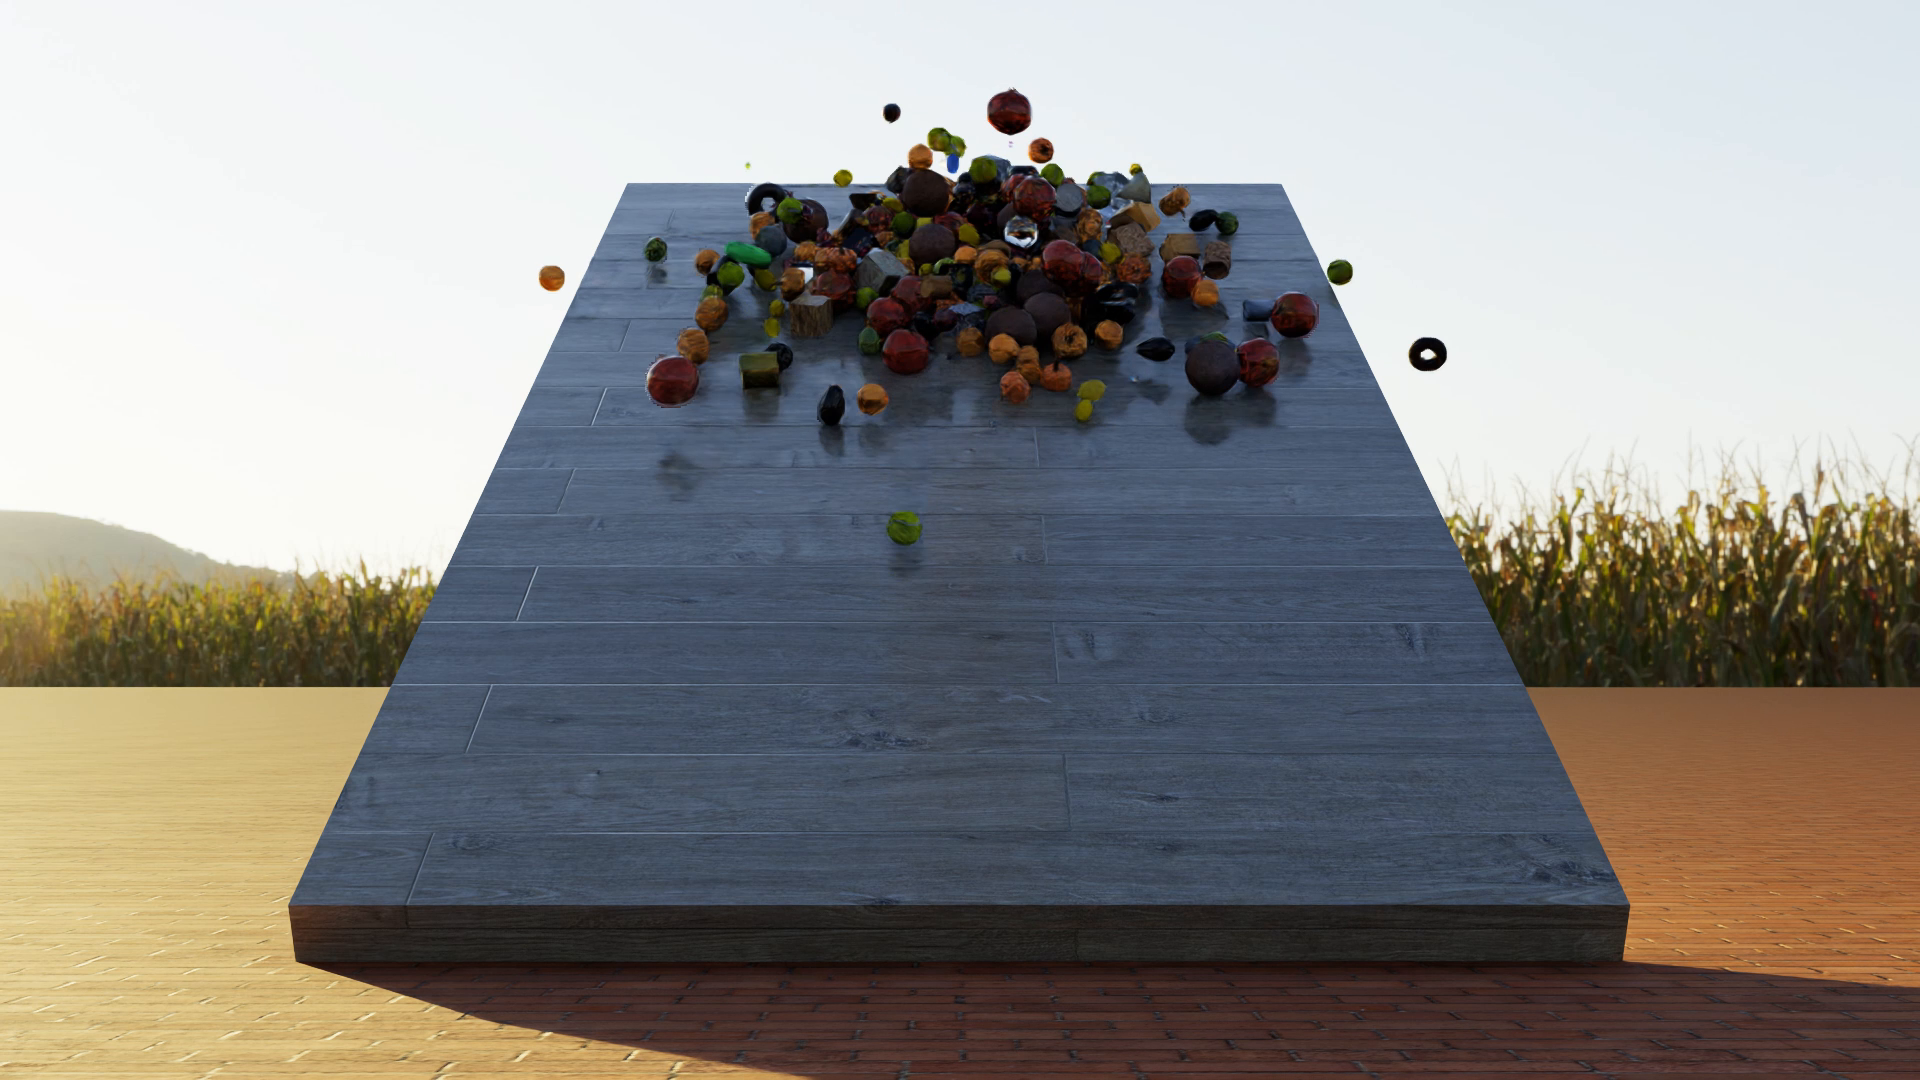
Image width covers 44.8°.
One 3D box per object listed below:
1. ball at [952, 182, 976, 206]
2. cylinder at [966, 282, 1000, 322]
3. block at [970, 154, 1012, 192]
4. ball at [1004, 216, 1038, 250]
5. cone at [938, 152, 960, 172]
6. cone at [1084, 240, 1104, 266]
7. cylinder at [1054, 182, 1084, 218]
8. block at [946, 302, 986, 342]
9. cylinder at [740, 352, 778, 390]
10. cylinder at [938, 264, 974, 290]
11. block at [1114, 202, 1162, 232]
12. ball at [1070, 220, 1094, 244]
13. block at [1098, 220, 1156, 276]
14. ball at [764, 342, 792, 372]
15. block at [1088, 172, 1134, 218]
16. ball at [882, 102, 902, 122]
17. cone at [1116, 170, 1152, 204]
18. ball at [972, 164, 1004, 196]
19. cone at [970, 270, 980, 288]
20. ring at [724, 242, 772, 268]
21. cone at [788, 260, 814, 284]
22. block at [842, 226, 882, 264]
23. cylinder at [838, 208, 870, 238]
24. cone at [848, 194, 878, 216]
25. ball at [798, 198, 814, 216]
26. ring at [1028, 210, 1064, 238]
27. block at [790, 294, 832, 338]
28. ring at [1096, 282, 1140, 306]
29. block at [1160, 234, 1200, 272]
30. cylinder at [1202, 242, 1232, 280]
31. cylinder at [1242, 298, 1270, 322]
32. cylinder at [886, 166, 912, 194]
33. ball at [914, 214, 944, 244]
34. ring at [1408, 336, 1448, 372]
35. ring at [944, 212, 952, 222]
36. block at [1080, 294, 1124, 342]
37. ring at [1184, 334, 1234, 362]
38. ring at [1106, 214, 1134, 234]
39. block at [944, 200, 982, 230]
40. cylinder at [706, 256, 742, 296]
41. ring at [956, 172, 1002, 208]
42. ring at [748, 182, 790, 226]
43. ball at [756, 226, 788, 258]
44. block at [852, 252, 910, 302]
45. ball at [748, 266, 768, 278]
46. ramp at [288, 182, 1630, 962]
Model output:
[{"bbox_3d":[0.012,-0.968,6.512,0.066,0.066,0.066,0,-3,0],"label":"ball"},{"bbox_3d":[0.058,-0.606,5.935,0.078,0.078,0.078,0,25,-4],"label":"cylinder"},{"bbox_3d":[0.086,-1.046,6.654,0.083,0.083,0.083,22,30,28],"label":"block"},{"bbox_3d":[0.155,-0.782,5.925,0.088,0.088,0.088,0,-3,0],"label":"ball"},{"bbox_3d":[-0.042,-1.055,6.530,0.057,0.057,0.057,0,-3,38],"label":"cone"},{"bbox_3d":[0.354,-0.768,6.347,0.074,0.074,0.074,-3,40,40],"label":"cone"},{"bbox_3d":[0.304,-0.954,6.546,0.081,0.081,0.081,0,-8,0],"label":"cylinder"},{"bbox_3d":[0.013,-0.545,5.813,0.070,0.070,0.070,-19,31,-37],"label":"block"},{"bbox_3d":[-0.472,-0.398,5.463,0.085,0.085,0.085,-4,-3,-9],"label":"cylinder"},{"bbox_3d":[-0.011,-0.660,5.831,0.065,0.065,0.065,-4,-1,-30],"label":"cylinder"},{"bbox_3d":[0.499,-0.904,6.556,0.085,0.085,0.085,-24,13,31],"label":"block"},{"bbox_3d":[0.341,-0.863,6.522,0.072,0.072,0.072,0,-3,0],"label":"ball"},{"bbox_3d":[0.448,-0.783,6.260,0.092,0.092,0.092,-26,-15,-33],"label":"block"},{"bbox_3d":[-0.435,-0.438,5.572,0.070,0.070,0.070,0,-3,0],"label":"ball"},{"bbox_3d":[0.444,-0.991,6.697,0.092,0.092,0.092,24,-17,-34],"label":"block"},{"bbox_3d":[-0.176,-1.098,5.987,0.050,0.050,0.050,0,-3,0],"label":"ball"},{"bbox_3d":[0.412,-0.847,5.669,0.083,0.083,0.083,-18,0,-12],"label":"cone"},{"bbox_3d":[0.072,-0.947,6.111,0.084,0.084,0.084,0,-3,0],"label":"ball"},{"bbox_3d":[0.018,-0.687,6.186,0.051,0.051,0.051,2,-8,-32],"label":"cone"},{"bbox_3d":[-0.553,-0.746,6.086,0.128,0.043,0.128,18,11,-4],"label":"ring"},{"bbox_3d":[-0.435,-0.718,6.172,0.066,0.066,0.066,-2,-11,35],"label":"cone"},{"bbox_3d":[-0.254,-0.761,6.058,0.064,0.064,0.064,30,-16,34],"label":"block"},{"bbox_3d":[-0.286,-0.850,6.282,0.062,0.062,0.062,3,-38,-42],"label":"cylinder"},{"bbox_3d":[-0.277,-0.944,6.661,0.086,0.086,0.086,-2,5,0],"label":"cone"},{"bbox_3d":[-0.449,-0.972,6.786,0.052,0.052,0.052,0,-3,0],"label":"ball"},{"bbox_3d":[0.243,-0.873,6.459,0.130,0.043,0.130,28,21,-12],"label":"ring"},{"bbox_3d":[-0.373,-0.564,5.841,0.080,0.080,0.080,9,26,19],"label":"block"},{"bbox_3d":[0.388,-0.605,5.720,0.109,0.036,0.109,-4,-11,-1],"label":"ring"},{"bbox_3d":[0.585,-0.763,6.180,0.073,0.073,0.073,-3,-33,-17],"label":"block"},{"bbox_3d":[0.678,-0.737,6.140,0.071,0.071,0.071,7,-35,5],"label":"cylinder"},{"bbox_3d":[0.752,-0.582,5.904,0.057,0.057,0.057,2,-4,-12],"label":"cylinder"},{"bbox_3d":[-0.173,-1.021,6.610,0.057,0.057,0.057,3,-30,-36],"label":"cylinder"},{"bbox_3d":[-0.085,-0.858,6.418,0.080,0.080,0.080,0,-3,0],"label":"ball"},{"bbox_3d":[1.238,-0.491,6.168,0.104,0.104,0.035,-1,36,10],"label":"ring"},{"bbox_3d":[-0.011,-0.947,6.746,0.078,0.026,0.078,-11,33,8],"label":"ring"},{"bbox_3d":[0.353,-0.555,5.811,0.091,0.091,0.091,6,25,13],"label":"block"},{"bbox_3d":[0.609,-0.468,5.680,0.123,0.041,0.123,-1,24,1],"label":"ring"},{"bbox_3d":[0.451,-0.865,6.482,0.089,0.089,0.030,0,29,1],"label":"ring"},{"bbox_3d":[0.010,-0.935,6.633,0.067,0.067,0.067,34,-7,23],"label":"block"},{"bbox_3d":[-0.620,-0.692,6.112,0.075,0.075,0.075,-1,39,16],"label":"cylinder"},{"bbox_3d":[0.054,-0.987,6.575,0.141,0.047,0.141,29,-15,8],"label":"ring"},{"bbox_3d":[-0.545,-0.956,6.627,0.122,0.122,0.041,1,9,-17],"label":"ring"},{"bbox_3d":[-0.519,-0.821,6.404,0.088,0.088,0.088,0,-3,0],"label":"ball"},{"bbox_3d":[-0.204,-0.681,6.023,0.091,0.091,0.091,-12,-36,-47],"label":"block"},{"bbox_3d":[-0.541,-0.731,6.242,0.056,0.056,0.056,0,-3,0],"label":"ball"},{"bbox_3d":[-0.008,-0.228,5.314,2.000,0.100,4.000,0,24,0],"label":"ramp"}]
